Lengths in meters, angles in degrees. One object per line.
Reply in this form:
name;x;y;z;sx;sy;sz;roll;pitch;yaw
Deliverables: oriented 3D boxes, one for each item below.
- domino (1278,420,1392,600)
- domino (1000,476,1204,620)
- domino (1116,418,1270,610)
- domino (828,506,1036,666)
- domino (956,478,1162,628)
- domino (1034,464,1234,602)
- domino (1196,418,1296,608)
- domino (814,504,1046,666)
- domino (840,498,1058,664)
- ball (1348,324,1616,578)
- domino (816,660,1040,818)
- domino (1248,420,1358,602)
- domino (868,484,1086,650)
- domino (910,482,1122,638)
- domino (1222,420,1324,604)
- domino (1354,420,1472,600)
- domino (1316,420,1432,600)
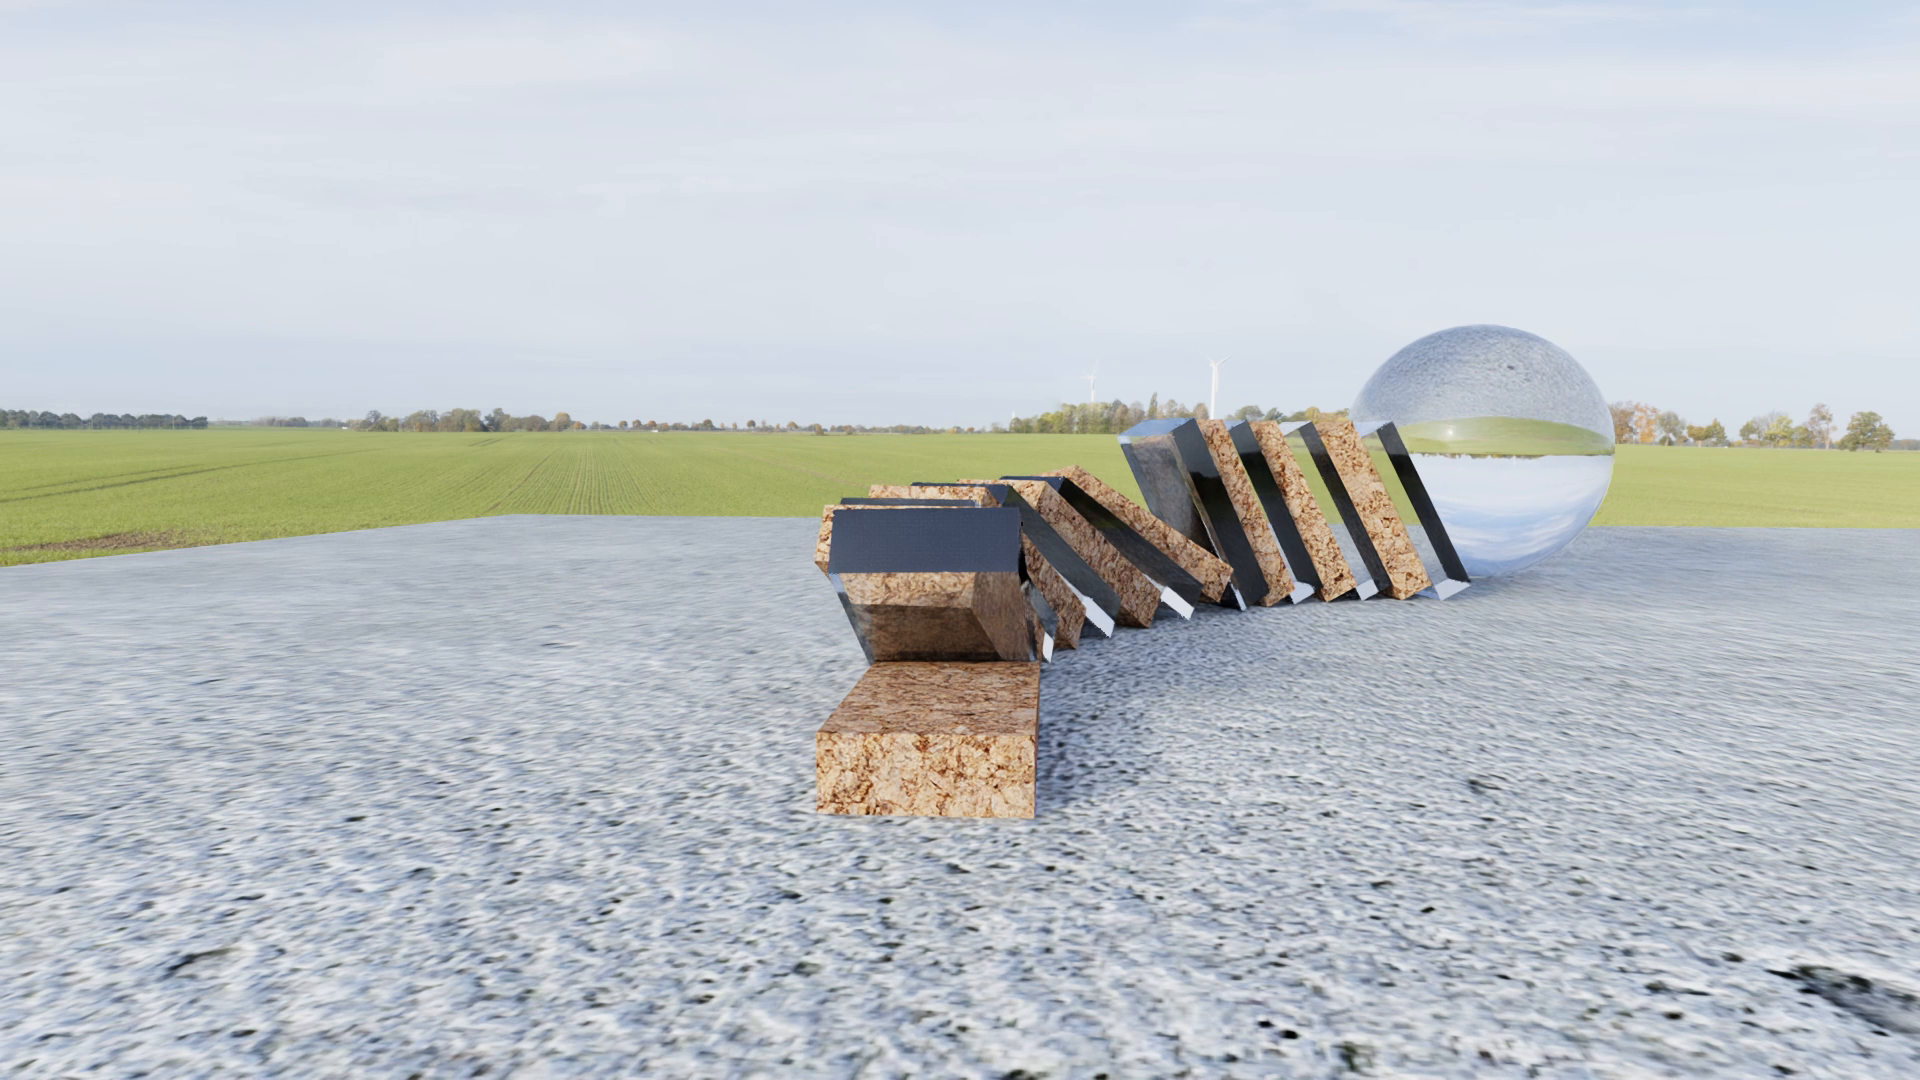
domino;0.101;-0.009;0.359;0.009;0.050;0.025;-28;5;-1
domino;0.032;0.002;0.306;0.050;0.010;0.025;35;-16;-30
domino;0.060;-0.007;0.333;0.009;0.050;0.025;-30;13;-17
domino;-0.002;0.011;0.192;0.025;0.009;0.050;-1;-26;6
domino;0.022;0.004;0.289;0.025;0.010;0.050;4;-26;43
domino;0.041;0.000;0.321;0.050;0.009;0.025;32;-15;-18
domino;0.069;-0.007;0.341;0.010;0.050;0.025;-30;13;-16
domino;-0.003;0.010;0.214;0.025;0.009;0.050;1;-25;17
domino;-0.001;0.008;0.235;0.025;0.009;0.050;2;-26;22
ball;0.163;-0.028;0.406;0.080;0.080;0.080;0;4;0
domino;-0.002;0.025;0.171;0.025;0.010;0.050;0;4;4
domino;0.091;-0.008;0.355;0.009;0.050;0.025;-28;5;-1
domino;0.004;0.006;0.255;0.025;0.009;0.050;3;-27;31
domino;0.011;0.005;0.273;0.025;0.010;0.050;3;-27;38
domino;0.079;-0.008;0.349;0.010;0.050;0.025;-29;10;-10
domino;0.123;-0.009;0.358;0.009;0.050;0.025;-28;5;-1
domino;0.112;-0.009;0.359;0.010;0.050;0.025;-28;5;-1
